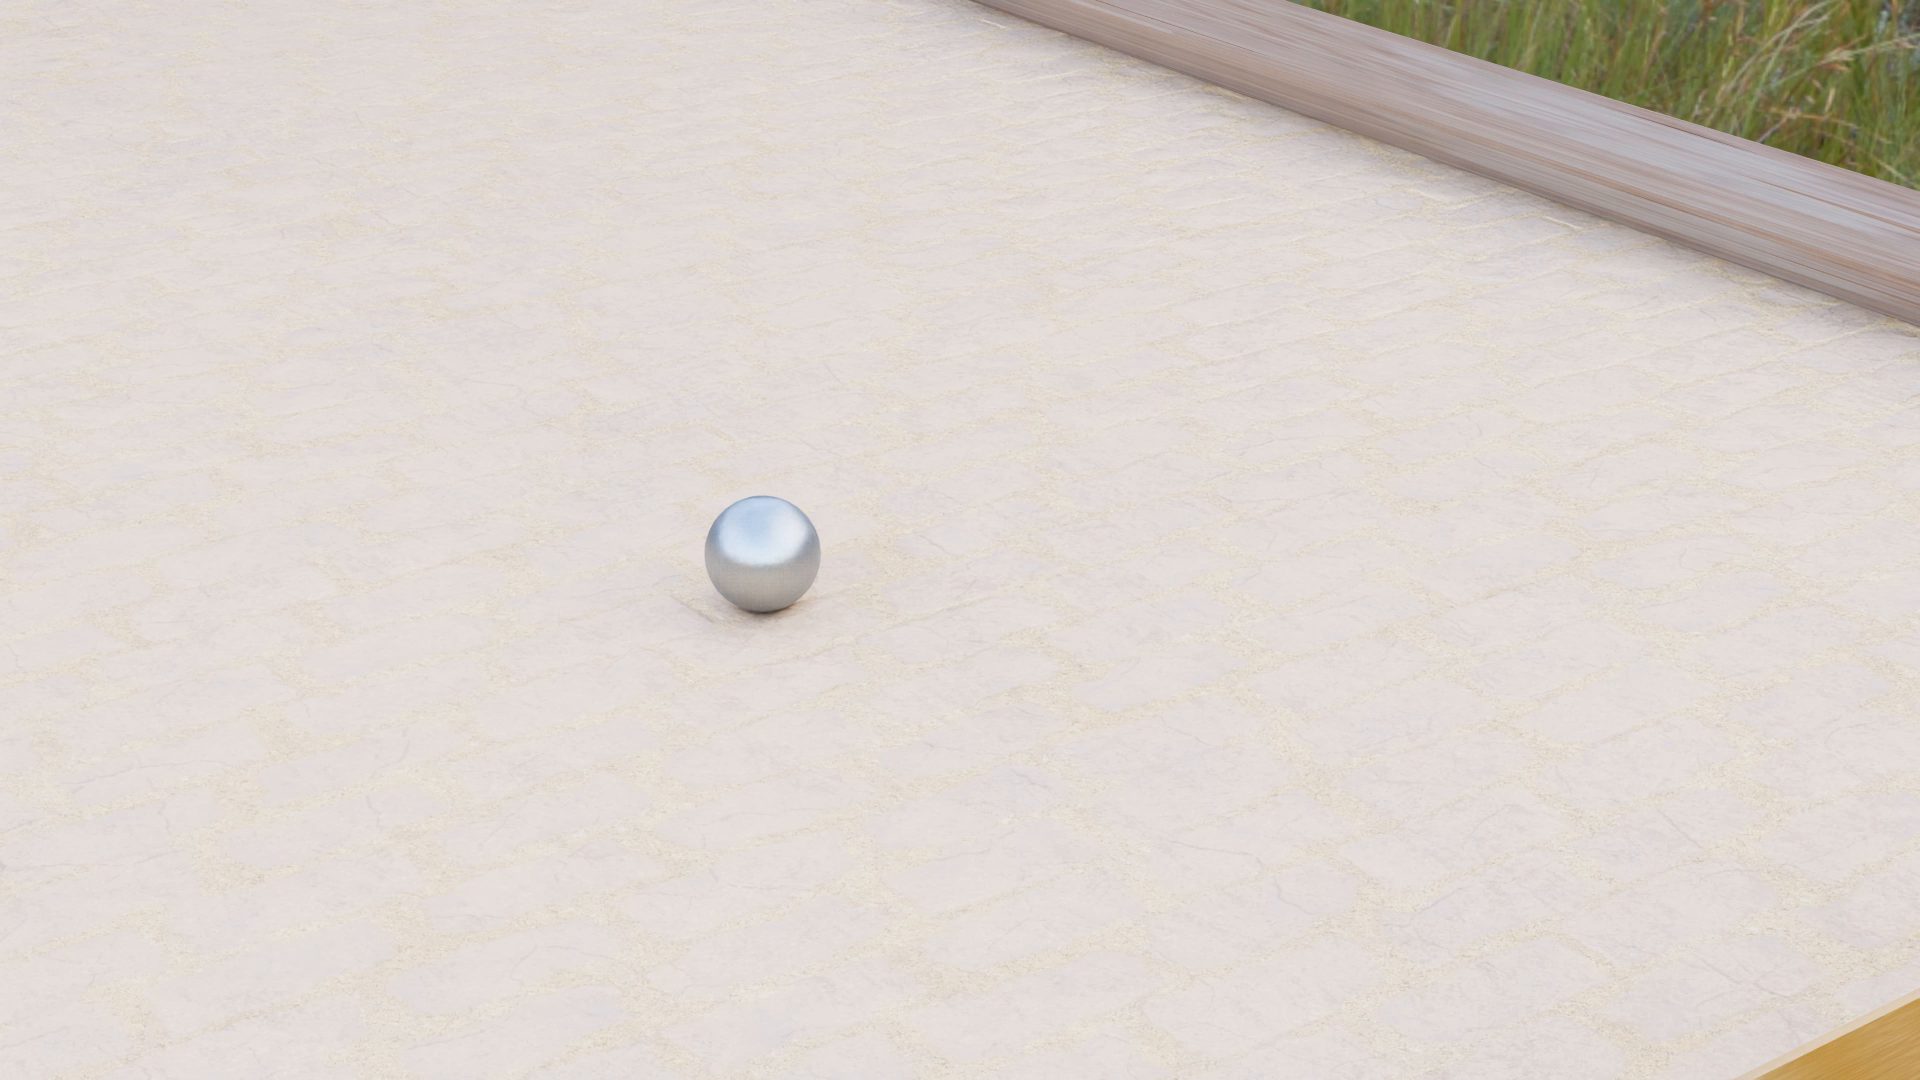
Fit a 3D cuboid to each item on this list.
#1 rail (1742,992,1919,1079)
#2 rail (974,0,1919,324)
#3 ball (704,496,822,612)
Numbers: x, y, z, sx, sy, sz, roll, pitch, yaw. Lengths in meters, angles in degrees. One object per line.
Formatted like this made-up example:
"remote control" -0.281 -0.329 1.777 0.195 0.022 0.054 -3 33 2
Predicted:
"rail" 0.502 0.269 1.549 2.121 0.124 0.045 -16 29 -32
"rail" 0.331 -0.569 3.411 0.045 0.124 3.581 -16 29 -32
"ball" -0.146 0.010 2.172 0.086 0.086 0.086 0 24 0
